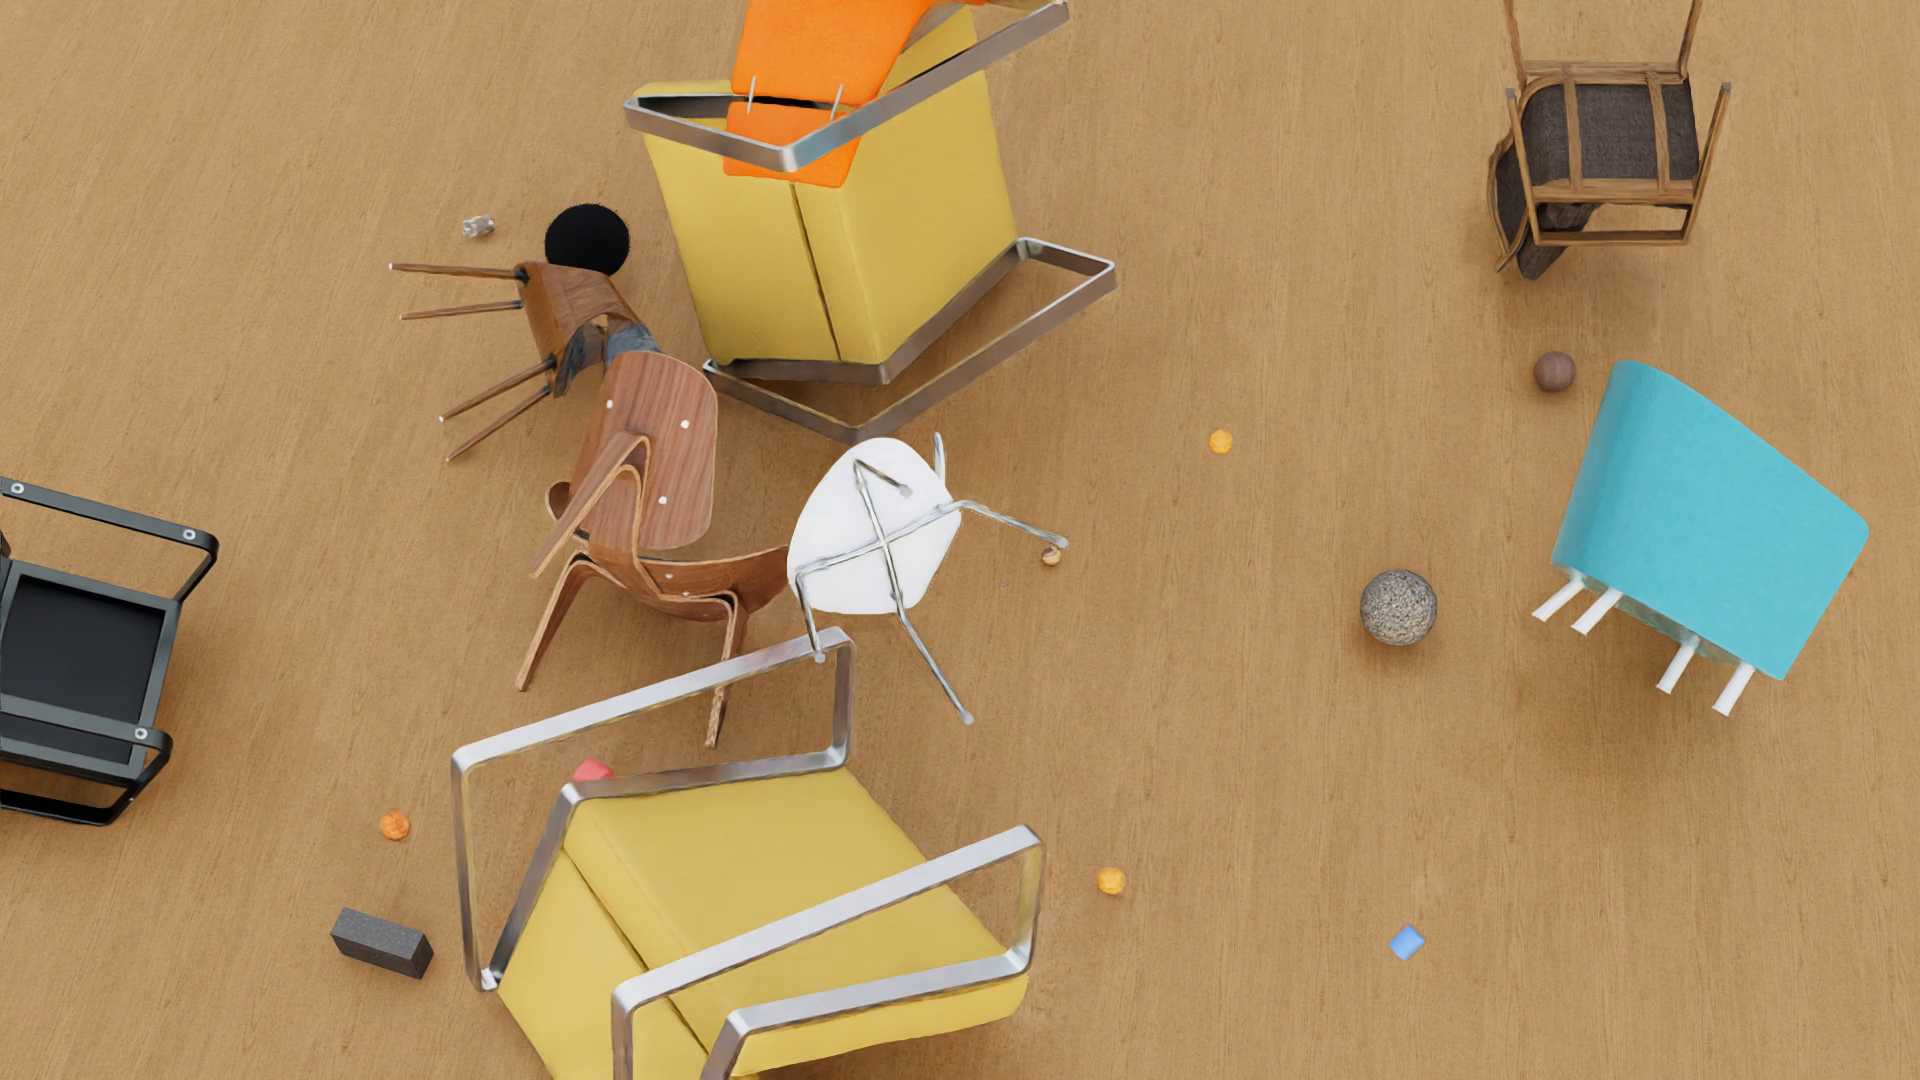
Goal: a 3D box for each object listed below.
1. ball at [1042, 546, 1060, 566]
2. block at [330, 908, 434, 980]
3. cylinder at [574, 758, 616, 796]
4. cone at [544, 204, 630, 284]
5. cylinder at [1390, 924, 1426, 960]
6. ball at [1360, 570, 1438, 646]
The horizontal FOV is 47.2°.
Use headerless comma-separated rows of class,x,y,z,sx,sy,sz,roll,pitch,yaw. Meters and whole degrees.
ball,0.270,0.046,6.509,0.057,0.057,0.057,0,56,0
block,-1.518,1.061,5.780,0.232,0.135,0.080,16,58,10
cylinder,-1.011,0.655,6.085,0.072,0.080,0.089,31,39,19
cone,-1.237,-1.023,7.186,0.273,0.271,0.297,-31,34,1
cylinder,1.099,0.989,5.406,0.069,0.053,0.056,-46,64,10
ball,1.259,0.194,6.312,0.220,0.220,0.220,0,56,0
